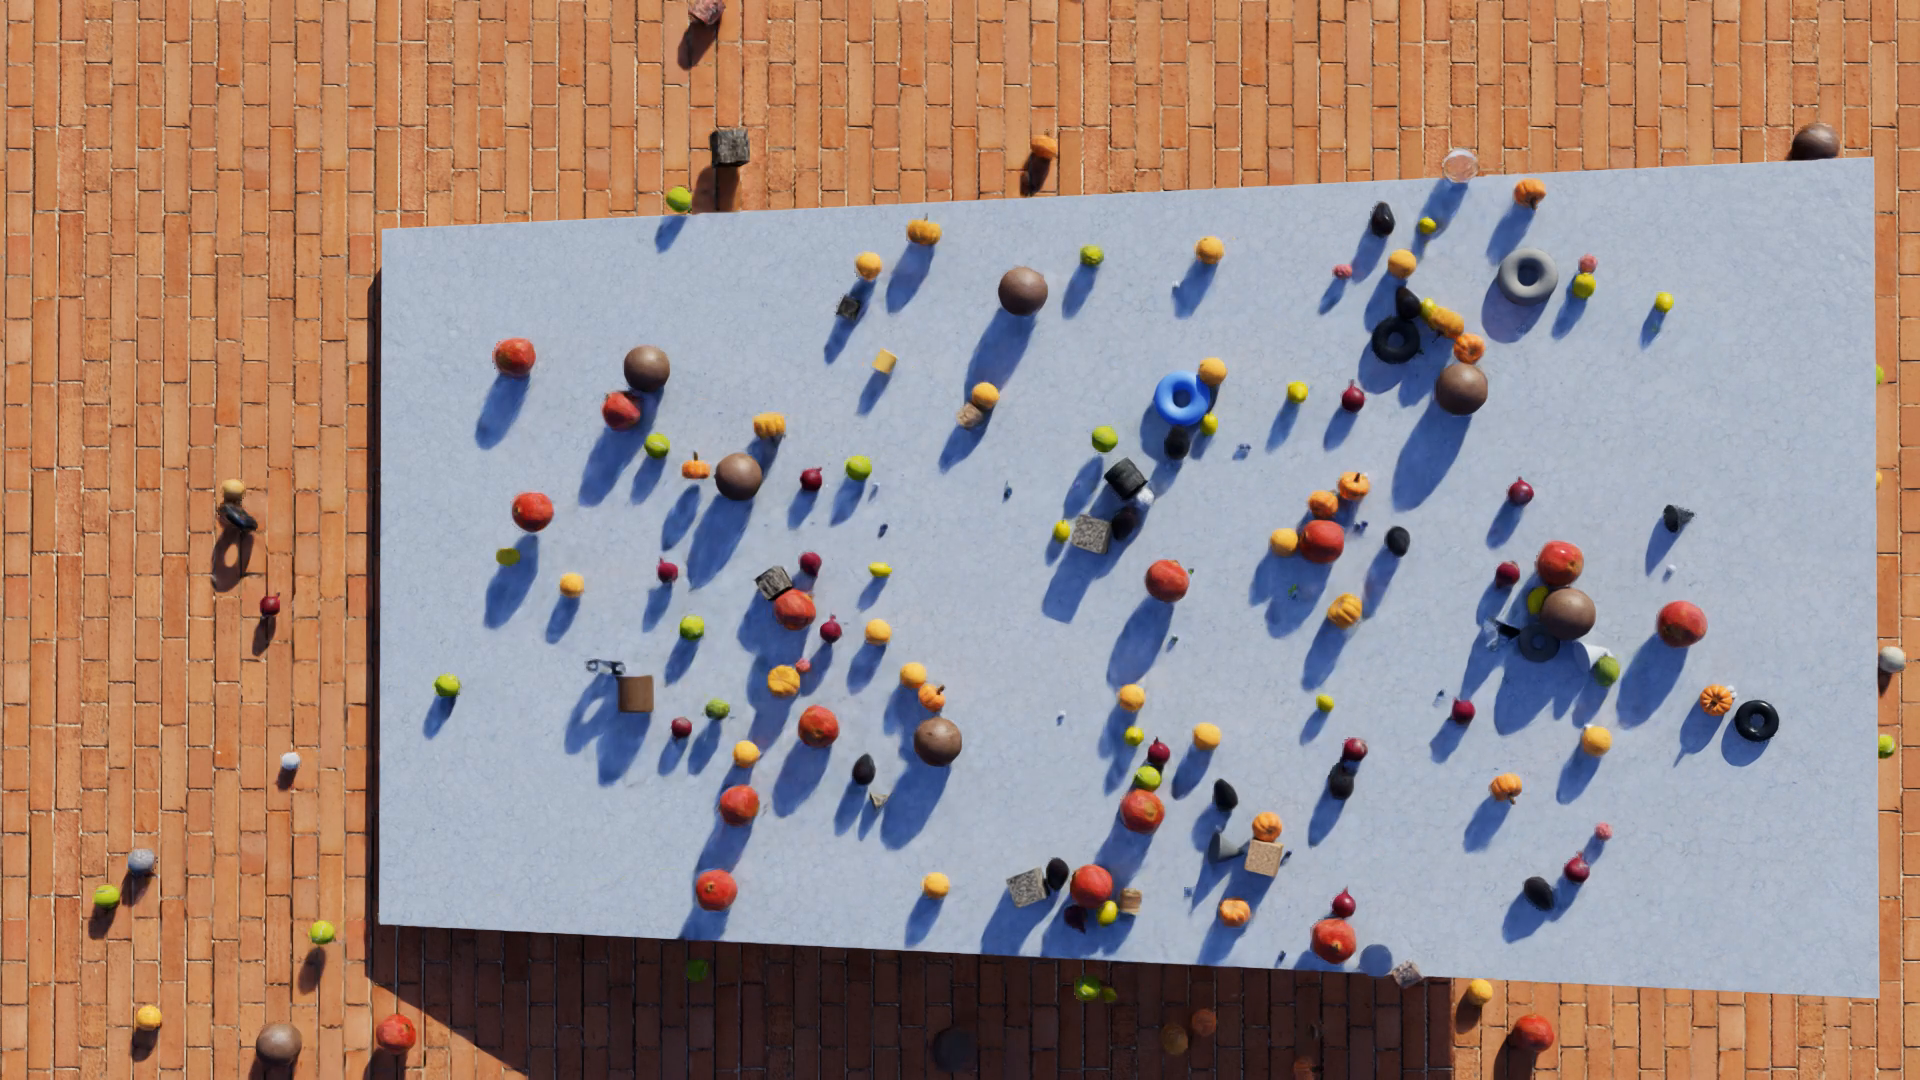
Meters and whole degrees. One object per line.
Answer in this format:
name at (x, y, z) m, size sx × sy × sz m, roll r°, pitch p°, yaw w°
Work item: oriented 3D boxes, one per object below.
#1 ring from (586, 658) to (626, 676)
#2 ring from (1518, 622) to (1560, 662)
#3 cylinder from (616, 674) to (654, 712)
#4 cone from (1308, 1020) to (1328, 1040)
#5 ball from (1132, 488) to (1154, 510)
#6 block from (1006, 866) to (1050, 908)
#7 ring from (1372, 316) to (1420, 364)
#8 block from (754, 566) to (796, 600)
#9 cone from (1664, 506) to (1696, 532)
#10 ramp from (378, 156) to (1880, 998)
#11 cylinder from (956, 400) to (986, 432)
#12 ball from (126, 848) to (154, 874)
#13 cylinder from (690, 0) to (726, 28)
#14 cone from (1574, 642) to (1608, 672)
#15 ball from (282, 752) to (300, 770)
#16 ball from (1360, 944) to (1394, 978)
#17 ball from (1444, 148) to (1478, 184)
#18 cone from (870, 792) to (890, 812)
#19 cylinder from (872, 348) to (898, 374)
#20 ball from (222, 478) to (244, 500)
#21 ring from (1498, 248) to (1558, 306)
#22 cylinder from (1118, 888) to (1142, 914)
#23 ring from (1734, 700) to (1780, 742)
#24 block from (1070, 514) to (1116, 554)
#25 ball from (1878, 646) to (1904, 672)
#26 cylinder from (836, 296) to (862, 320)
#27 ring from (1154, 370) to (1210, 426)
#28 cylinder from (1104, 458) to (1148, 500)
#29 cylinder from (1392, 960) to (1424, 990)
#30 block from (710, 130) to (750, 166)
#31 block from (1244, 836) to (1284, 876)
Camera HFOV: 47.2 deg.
ring at (-0.977, 0.350, 6.066) m, size 0.111 × 0.111 × 0.037 m, roll 6°, pitch 82°, yaw 0°
ring at (1.428, 0.250, 5.420) m, size 0.101 × 0.034 × 0.101 m, roll 1°, pitch 92°, yaw 19°
cylinder at (-0.892, 0.422, 6.046) m, size 0.099 × 0.099 × 0.099 m, roll -3°, pitch 89°, yaw 0°
cone at (0.977, 1.325, 5.964) m, size 0.052 × 0.052 × 0.052 m, roll -4°, pitch 89°, yaw -14°
ball at (0.474, -0.106, 5.686) m, size 0.057 × 0.057 × 0.057 m, roll 0°, pitch 89°, yaw 0°
block at (0.179, 0.908, 5.744) m, size 0.079 × 0.079 × 0.079 m, roll -22°, pitch 83°, yaw 15°
ring at (1.094, -0.501, 5.523) m, size 0.122 × 0.041 × 0.122 m, roll 0°, pitch 90°, yaw 15°
block at (-0.502, 0.117, 5.957) m, size 0.068 × 0.068 × 0.068 m, roll -34°, pitch 80°, yaw 13°
cone at (1.755, -0.057, 5.332) m, size 0.067 × 0.067 × 0.067 m, roll -10°, pitch 89°, yaw -11°
ramp at (0.269, 0.096, 5.823) m, size 4.000 × 0.100 × 2.000 m, roll 0°, pitch 89°, yaw 16°
cylinder at (0.029, -0.327, 5.816) m, size 0.059 × 0.059 × 0.059 m, roll -39°, pitch 89°, yaw 16°
ball at (-2.373, 0.930, 6.372) m, size 0.076 × 0.076 × 0.076 m, roll 0°, pitch 89°, yaw 0°
cylinder at (-0.735, -1.545, 6.406) m, size 0.077 × 0.077 × 0.077 m, roll 38°, pitch 90°, yaw 1°
cone at (1.557, 0.278, 5.382) m, size 0.078 × 0.078 × 0.078 m, roll -15°, pitch 89°, yaw -11°
ball at (-1.945, 0.642, 6.388) m, size 0.051 × 0.051 × 0.051 m, roll 0°, pitch 89°, yaw 0°
ball at (1.041, 1.051, 5.493) m, size 0.083 × 0.083 × 0.083 m, roll 0°, pitch 89°, yaw 0°
ball at (1.245, -0.930, 5.468) m, size 0.085 × 0.085 × 0.085 m, roll 0°, pitch 89°, yaw 0°
cone at (-0.208, 0.694, 5.886) m, size 0.054 × 0.054 × 0.054 m, roll -18°, pitch 89°, yaw -12°
cylinder at (-0.200, -0.478, 5.886) m, size 0.052 × 0.052 × 0.052 m, roll 33°, pitch 91°, yaw 0°
ball at (-2.113, -0.148, 6.395) m, size 0.060 × 0.060 × 0.060 m, roll 0°, pitch 89°, yaw 0°
ring at (1.403, -0.651, 5.433) m, size 0.146 × 0.049 × 0.146 m, roll 0°, pitch 89°, yaw 17°
cylinder at (0.441, 0.932, 5.681) m, size 0.055 × 0.055 × 0.055 m, roll 8°, pitch 92°, yaw 0°
ring at (1.913, 0.434, 5.278) m, size 0.102 × 0.034 × 0.102 m, roll 0°, pitch 88°, yaw 15°
block at (0.345, -0.015, 5.708) m, size 0.082 × 0.082 × 0.082 m, roll 17°, pitch 94°, yaw 16°
ball at (2.701, 0.346, 6.380) m, size 0.076 × 0.076 × 0.076 m, roll 0°, pitch 89°, yaw 0°
cylinder at (-0.297, -0.624, 5.915) m, size 0.054 × 0.054 × 0.054 m, roll 24°, pitch 97°, yaw 0°
ring at (0.572, -0.365, 5.667) m, size 0.145 × 0.048 × 0.145 m, roll 0°, pitch 89°, yaw 15°
cylinder at (0.429, -0.158, 5.688) m, size 0.080 × 0.080 × 0.080 m, roll -39°, pitch 79°, yaw -1°
cylinder at (1.116, 1.084, 5.485) m, size 0.056 × 0.056 × 0.056 m, roll -29°, pitch 89°, yaw 20°
block at (-0.664, -1.134, 6.359) m, size 0.092 × 0.092 × 0.092 m, roll -6°, pitch 93°, yaw -19°
block at (0.772, 0.803, 5.577) m, size 0.076 × 0.076 × 0.076 m, roll 12°, pitch 93°, yaw 16°
